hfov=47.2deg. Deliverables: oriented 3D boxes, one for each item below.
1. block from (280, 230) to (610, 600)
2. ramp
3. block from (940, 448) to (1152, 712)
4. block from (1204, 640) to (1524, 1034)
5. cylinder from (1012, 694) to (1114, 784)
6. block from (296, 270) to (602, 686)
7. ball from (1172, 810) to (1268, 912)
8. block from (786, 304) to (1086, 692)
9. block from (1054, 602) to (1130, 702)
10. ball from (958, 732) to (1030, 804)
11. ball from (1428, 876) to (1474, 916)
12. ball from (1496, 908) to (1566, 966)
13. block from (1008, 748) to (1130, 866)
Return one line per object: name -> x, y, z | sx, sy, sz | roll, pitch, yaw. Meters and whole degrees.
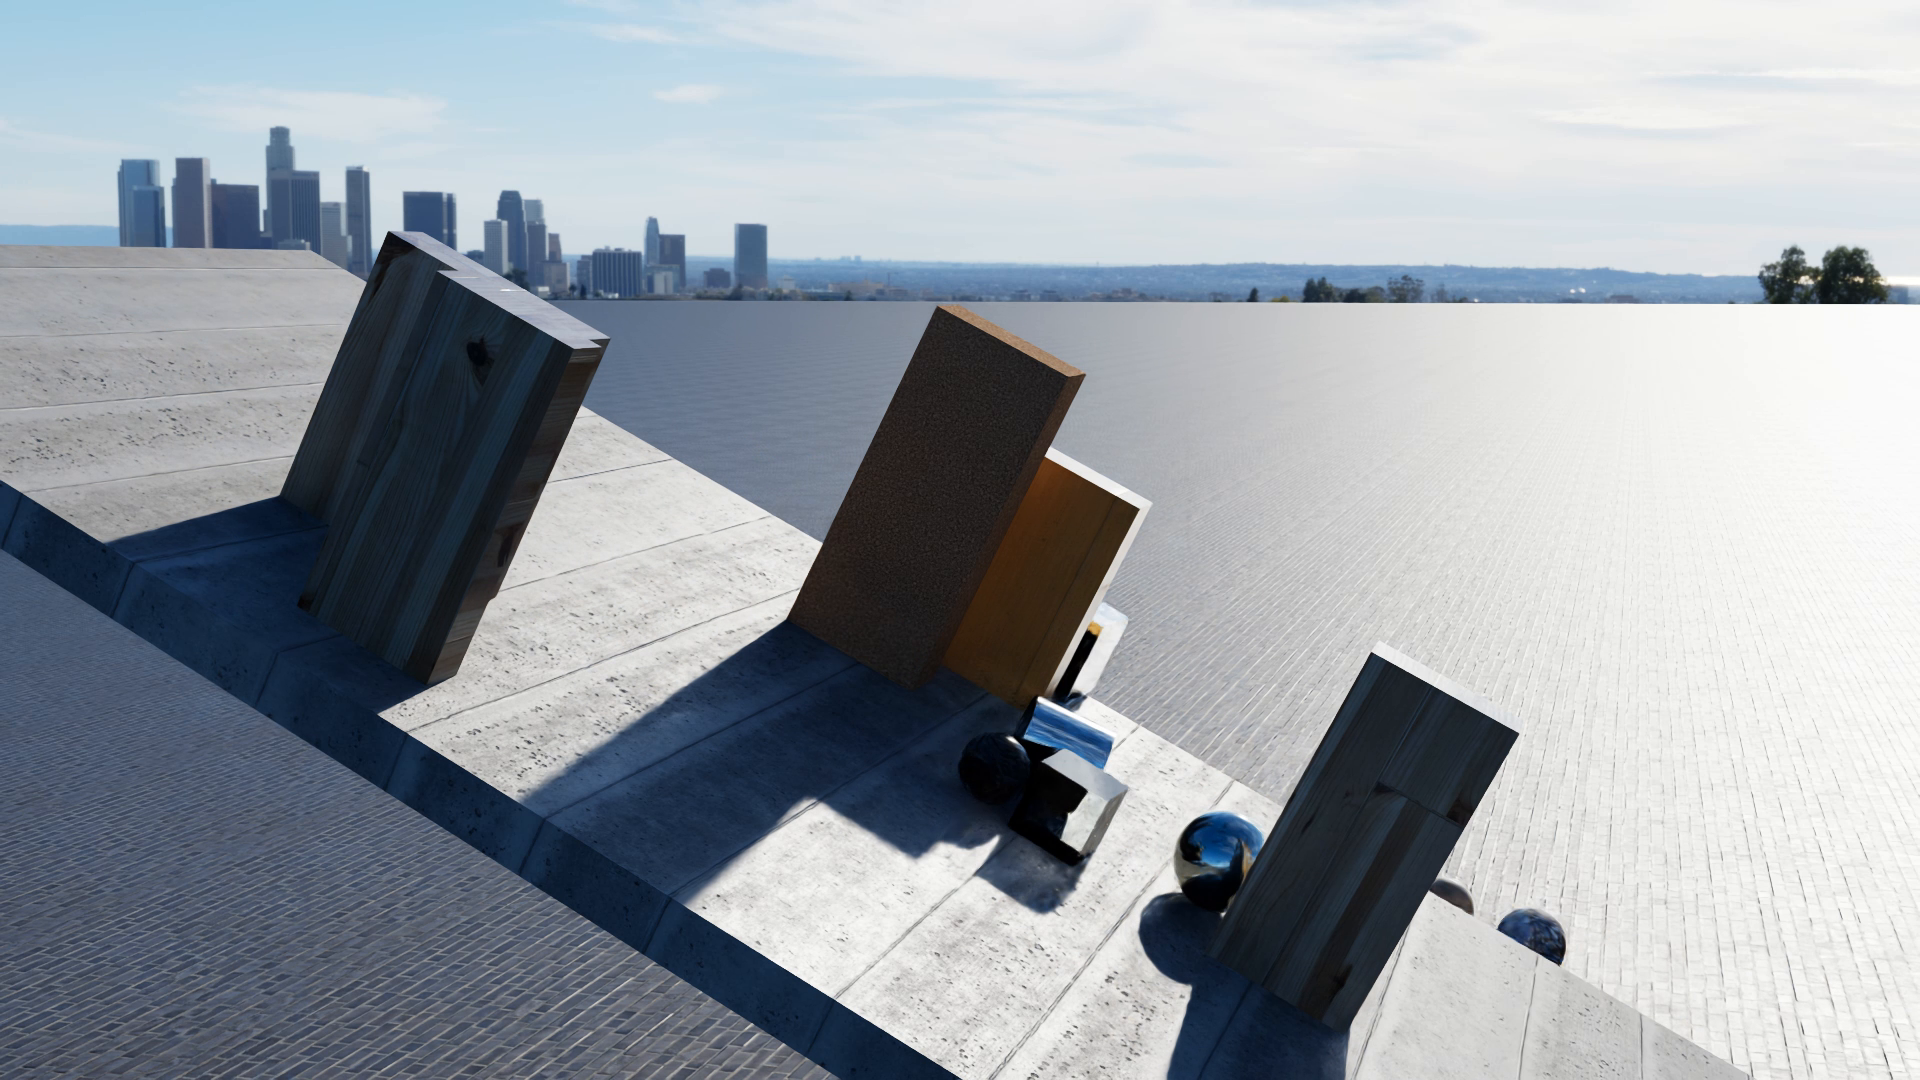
block -> -0.906, -0.214, 3.854 | 0.406, 0.520, 0.113 | 29, 14, 12
ramp -> -0.235, 0.394, 4.155 | 4.000, 0.100, 2.000 | 29, 14, 12
block -> 0.153, 0.076, 4.738 | 0.306, 0.511, 0.124 | 29, 14, 12
block -> 0.707, 0.524, 3.872 | 0.282, 0.625, 0.119 | 29, 14, 12
cylinder -> 0.190, 0.414, 4.296 | 0.167, 0.167, 0.167 | 26, 6, -3
block -> -0.806, -0.097, 3.453 | 0.258, 0.594, 0.092 | 29, 14, 12
ball -> 0.493, 0.601, 4.113 | 0.191, 0.191, 0.191 | 0, 7, 0
block -> -0.052, -0.087, 4.510 | 0.305, 0.726, 0.147 | 29, 14, 12
block -> 0.233, 0.224, 5.009 | 0.194, 0.194, 0.194 | 31, 14, 17
ball -> 0.064, 0.425, 4.096 | 0.134, 0.134, 0.134 | 0, 7, 0
ball -> 1.100, 0.839, 5.011 | 0.141, 0.141, 0.141 | 0, 7, 0
ball -> 1.503, 1.061, 5.794 | 0.185, 0.185, 0.185 | 0, 7, 0
block -> 0.202, 0.494, 4.075 | 0.143, 0.143, 0.143 | 31, 14, 16
